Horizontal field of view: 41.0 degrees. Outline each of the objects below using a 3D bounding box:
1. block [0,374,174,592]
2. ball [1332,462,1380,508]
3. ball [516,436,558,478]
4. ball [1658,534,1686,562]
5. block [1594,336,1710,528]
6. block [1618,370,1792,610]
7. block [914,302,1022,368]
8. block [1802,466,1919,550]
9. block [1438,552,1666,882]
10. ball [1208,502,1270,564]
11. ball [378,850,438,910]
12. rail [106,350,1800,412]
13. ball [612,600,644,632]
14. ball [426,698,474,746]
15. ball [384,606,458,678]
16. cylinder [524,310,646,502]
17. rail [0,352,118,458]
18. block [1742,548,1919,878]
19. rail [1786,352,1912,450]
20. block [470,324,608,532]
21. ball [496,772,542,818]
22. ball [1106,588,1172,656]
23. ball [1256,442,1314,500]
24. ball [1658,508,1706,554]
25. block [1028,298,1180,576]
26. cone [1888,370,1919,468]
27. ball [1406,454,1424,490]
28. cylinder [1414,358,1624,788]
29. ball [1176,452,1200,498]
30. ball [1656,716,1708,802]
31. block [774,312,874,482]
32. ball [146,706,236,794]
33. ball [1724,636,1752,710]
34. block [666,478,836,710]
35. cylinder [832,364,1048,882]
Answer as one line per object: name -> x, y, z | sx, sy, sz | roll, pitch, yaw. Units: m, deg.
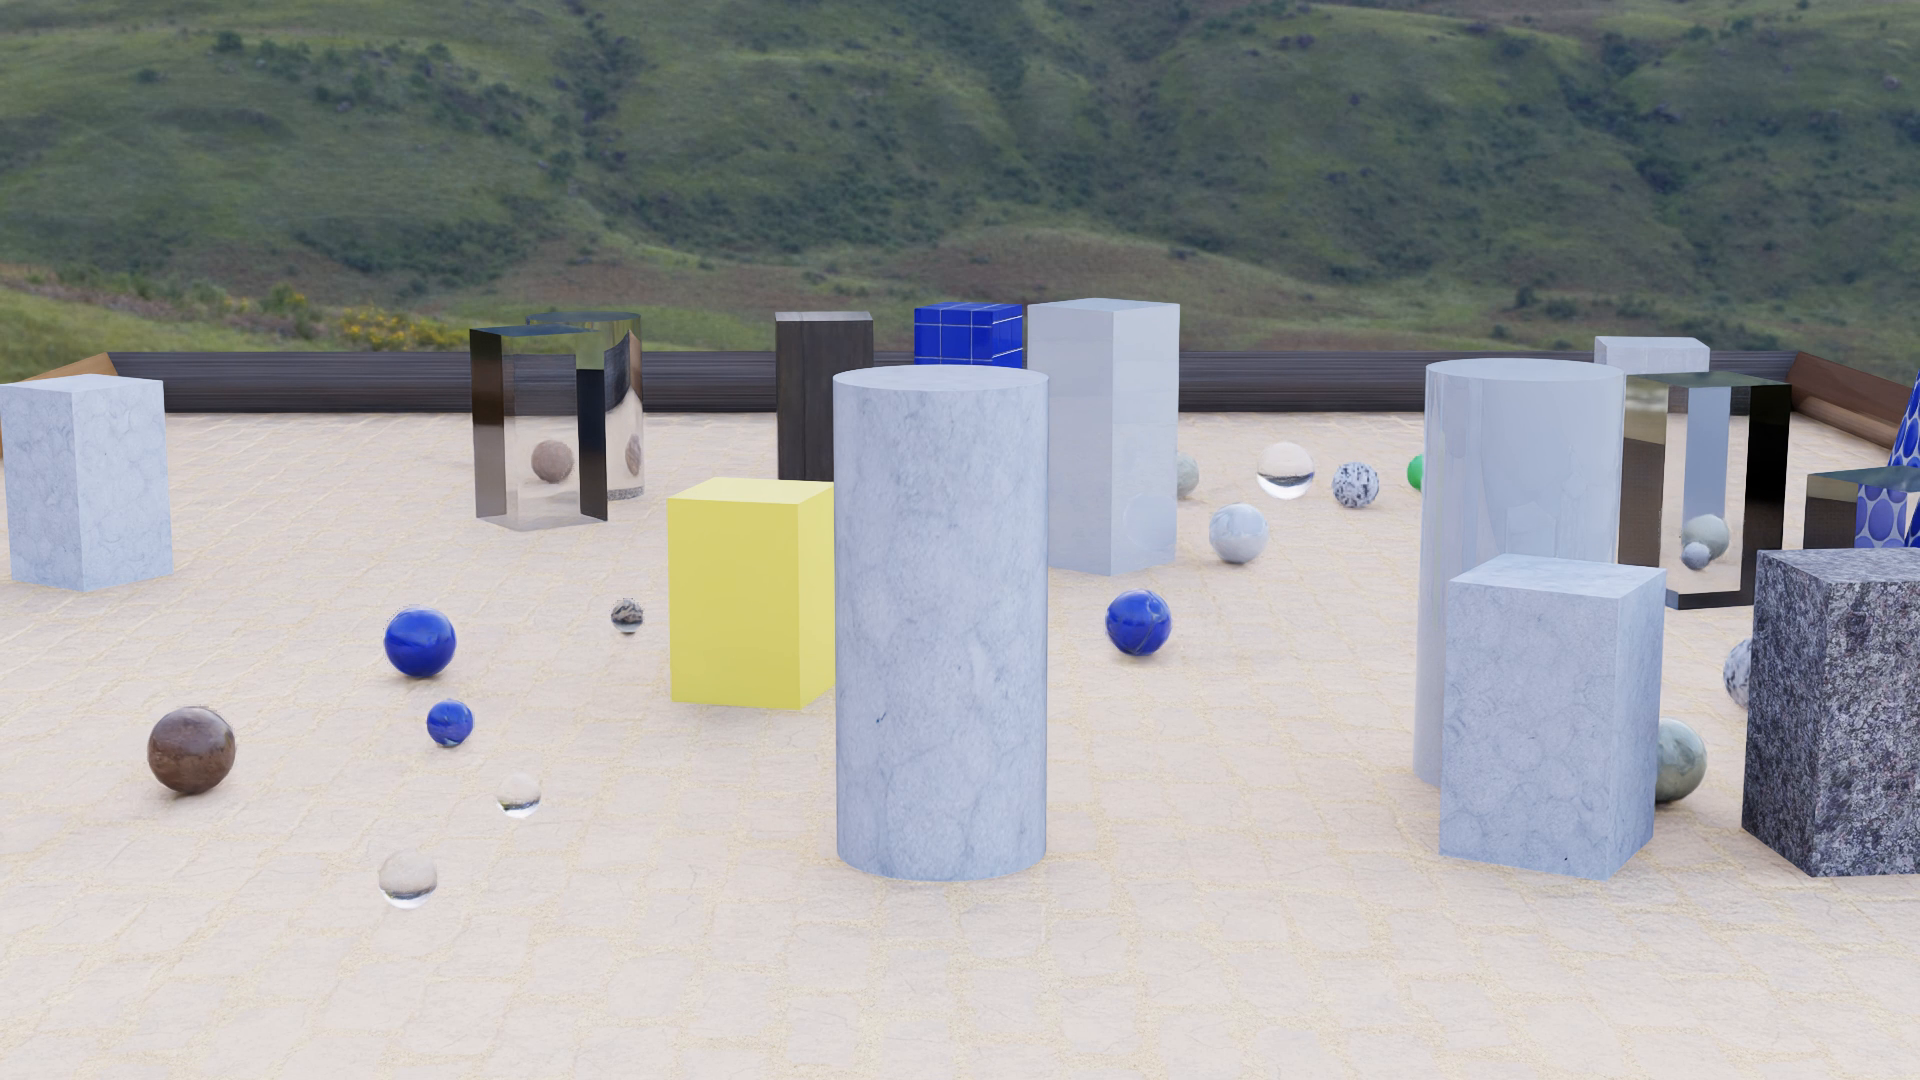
block -> -1.249, -0.085, 3.672 | 0.158, 0.281, 0.158 | 7, 12, 32
ball -> 0.657, -0.092, 4.264 | 0.078, 0.078, 0.078 | 0, 10, 0
ball -> -0.755, -0.149, 4.581 | 0.076, 0.076, 0.076 | 0, 10, 0
ball -> 1.055, 0.013, 3.801 | 0.041, 0.041, 0.041 | 0, 10, 0
block -> 1.107, -0.175, 4.133 | 0.158, 0.289, 0.158 | 1, 11, 7
block -> 1.023, -0.071, 3.538 | 0.158, 0.302, 0.158 | -3, 11, -16
block -> 0.017, -0.306, 4.877 | 0.158, 0.276, 0.158 | 4, 11, 21
block -> 1.131, 0.044, 3.093 | 0.158, 0.239, 0.158 | -5, 12, -26
block -> 0.555, 0.161, 2.399 | 0.158, 0.261, 0.158 | 6, 12, 30
ball -> 0.412, -0.010, 3.791 | 0.090, 0.090, 0.090 | 0, 10, 0
ball -> -0.482, 0.297, 2.241 | 0.051, 0.051, 0.051 | 0, 10, 0
rail -> -0.012, -0.332, 5.417 | 3.587, 0.128, 0.045 | 0, 10, 0
ball -> -0.432, 0.100, 3.331 | 0.042, 0.042, 0.042 | 0, 10, 0
ball -> -0.552, 0.198, 2.778 | 0.051, 0.051, 0.051 | 0, 10, 0
ball -> -0.649, 0.123, 3.085 | 0.086, 0.086, 0.086 | 0, 10, 0
cylinder -> -0.641, -0.231, 4.393 | 0.197, 0.305, 0.197 | 0, 10, 0
rail -> -1.770, 0.035, 3.439 | 0.045, 0.128, 4.052 | 0, 10, 0
block -> 0.843, 0.157, 2.390 | 0.158, 0.273, 0.158 | -1, 11, -6
rail -> 1.770, 0.031, 3.459 | 0.045, 0.128, 4.052 | 0, 10, 0
block -> -0.678, -0.184, 4.131 | 0.158, 0.309, 0.158 | -7, 13, -35
ball -> -0.432, 0.250, 2.512 | 0.044, 0.044, 0.044 | 0, 10, 0
ball -> 0.223, 0.102, 3.200 | 0.084, 0.084, 0.084 | 0, 10, 0
ball -> 0.551, -0.117, 4.344 | 0.098, 0.098, 0.098 | 0, 10, 0
ball -> 1.088, -0.014, 3.868 | 0.070, 0.070, 0.070 | 0, 10, 0
block -> 0.210, -0.155, 3.772 | 0.158, 0.382, 0.158 | 9, 14, 40
cone -> 1.433, -0.167, 3.766 | 0.197, 0.407, 0.197 | 0, 10, 0
ball -> 0.804, -0.116, 4.434 | 0.065, 0.065, 0.065 | 0, 10, 0
cylinder -> 0.571, 0.035, 2.634 | 0.197, 0.423, 0.197 | 0, 10, 0
ball -> 0.368, -0.111, 4.363 | 0.080, 0.080, 0.080 | 0, 10, 0
ball -> 0.704, 0.219, 2.566 | 0.085, 0.085, 0.085 | 0, 10, 0
block -> -0.227, -0.217, 4.290 | 0.158, 0.315, 0.158 | -1, 11, -5
ball -> -0.778, 0.212, 2.596 | 0.088, 0.088, 0.088 | 0, 10, 0
ball -> 0.913, 0.153, 2.910 | 0.090, 0.090, 0.090 | 0, 10, 0
block -> -0.238, 0.060, 3.006 | 0.158, 0.239, 0.158 | 3, 11, 15
cylinder -> -0.017, 0.071, 2.373 | 0.197, 0.446, 0.197 | 0, 10, 0
